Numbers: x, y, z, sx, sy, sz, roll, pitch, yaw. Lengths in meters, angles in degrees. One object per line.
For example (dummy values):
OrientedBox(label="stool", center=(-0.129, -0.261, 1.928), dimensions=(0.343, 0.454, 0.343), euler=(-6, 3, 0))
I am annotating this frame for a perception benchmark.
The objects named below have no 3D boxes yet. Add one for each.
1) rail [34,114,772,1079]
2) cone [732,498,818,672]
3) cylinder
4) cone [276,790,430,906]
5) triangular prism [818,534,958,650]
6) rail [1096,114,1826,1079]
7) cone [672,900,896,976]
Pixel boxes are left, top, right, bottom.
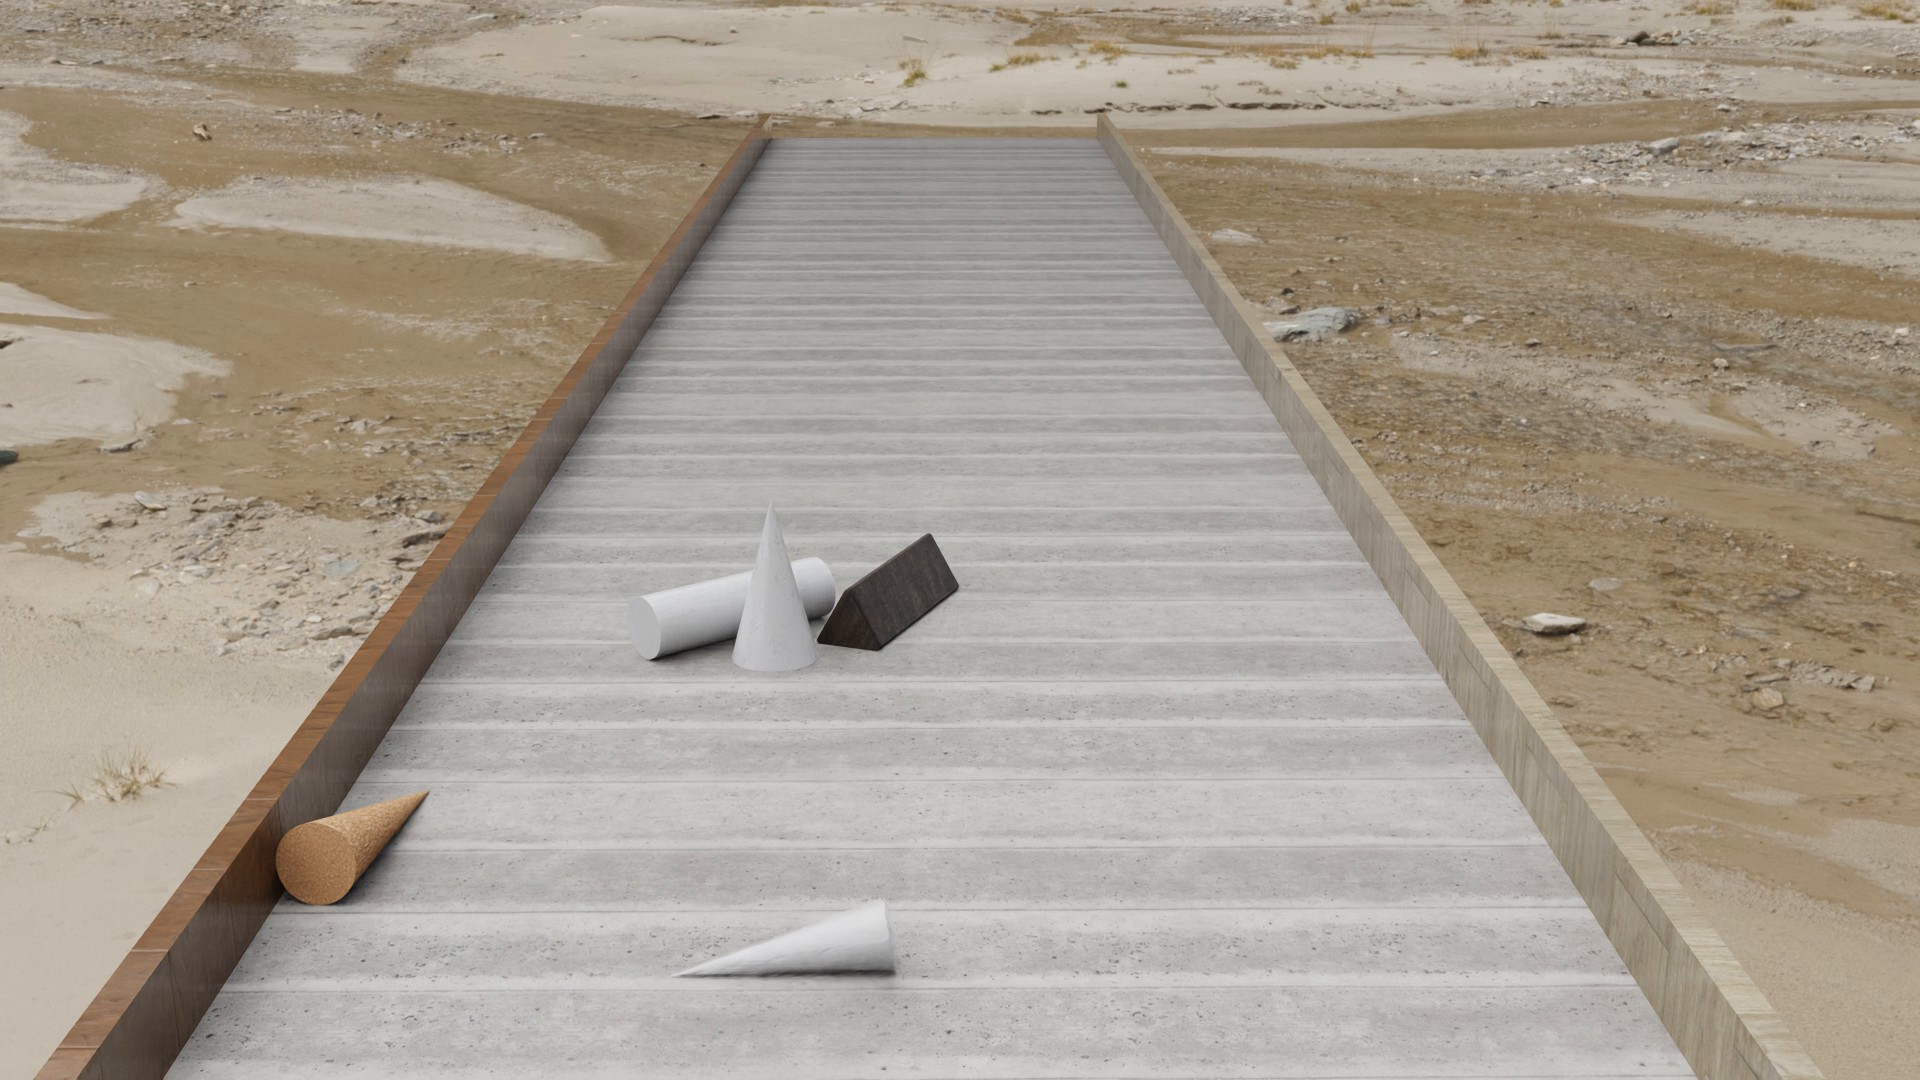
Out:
OrientedBox(label="rail", center=(-1.118, -0.838, 7.780), dimensions=(0.050, 0.150, 12.000), euler=(0, 17, -1))
OrientedBox(label="cone", center=(-0.373, 0.077, 4.387), dimensions=(0.175, 0.332, 0.175), euler=(0, 17, 0))
OrientedBox(label="cylinder", center=(-0.468, 0.137, 4.538), dimensions=(0.430, 0.129, 0.129), euler=(-13, 21, -37))
OrientedBox(label="cone", center=(-0.945, 0.461, 3.564), dimensions=(0.130, 0.130, 0.449), euler=(3, 9, 9))
OrientedBox(label="triangular prism", center=(-0.148, 0.100, 4.669), dimensions=(0.138, 0.119, 0.443), euler=(6, 18, 21))
OrientedBox(label="rail", center=(0.932, -0.844, 7.801), dimensions=(0.050, 0.150, 12.000), euler=(0, 17, -1))
OrientedBox(label="cone", center=(-0.259, 0.594, 3.141), dimensions=(0.322, 0.100, 0.100), euler=(-10, 17, -3))
